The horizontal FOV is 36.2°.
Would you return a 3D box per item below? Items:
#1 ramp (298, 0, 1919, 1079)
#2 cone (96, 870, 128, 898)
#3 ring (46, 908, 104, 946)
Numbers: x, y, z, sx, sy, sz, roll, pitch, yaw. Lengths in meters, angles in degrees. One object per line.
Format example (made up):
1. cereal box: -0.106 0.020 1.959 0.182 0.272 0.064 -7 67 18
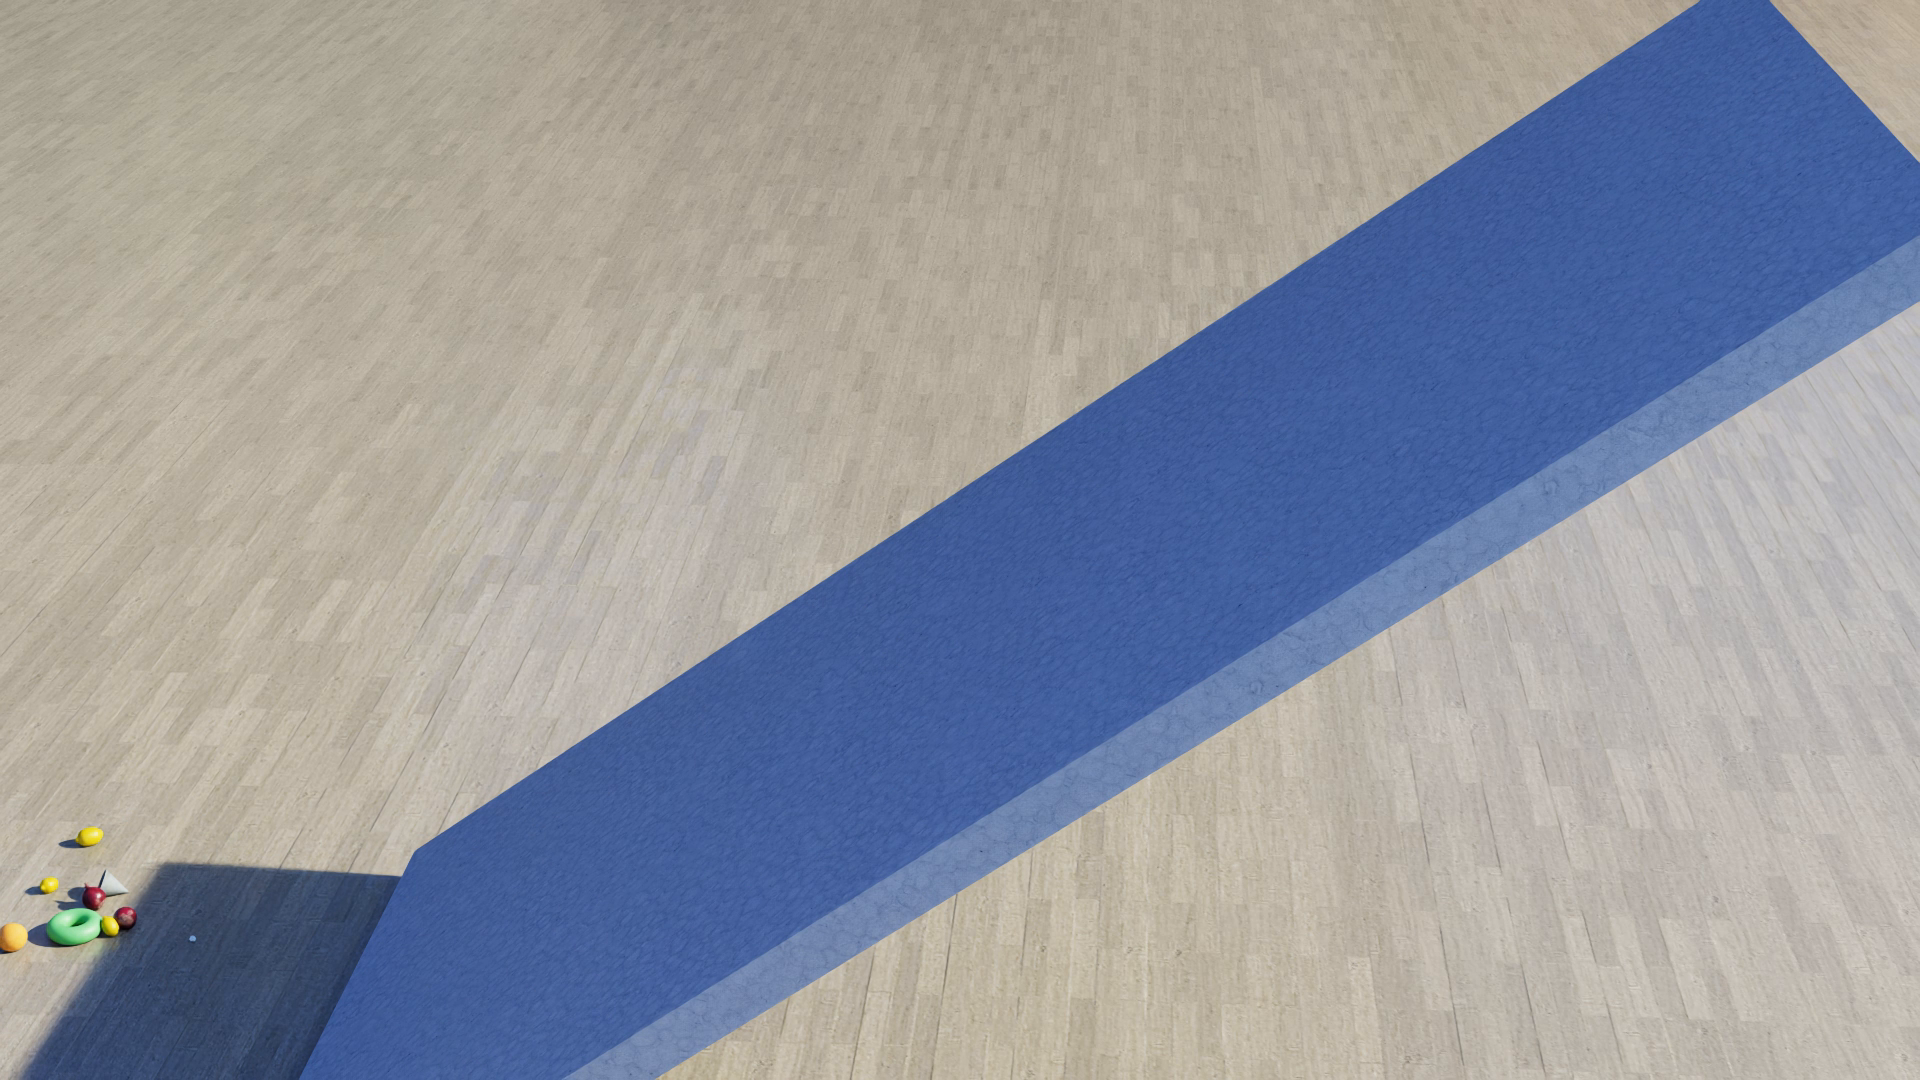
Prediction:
1. ramp: 0.133 0.176 6.313 4.000 0.100 2.000 -33 16 16
2. cone: -2.214 0.912 7.709 0.079 0.079 0.079 22 16 -18
3. ring: -2.260 0.987 7.509 0.140 0.047 0.140 1 23 0
